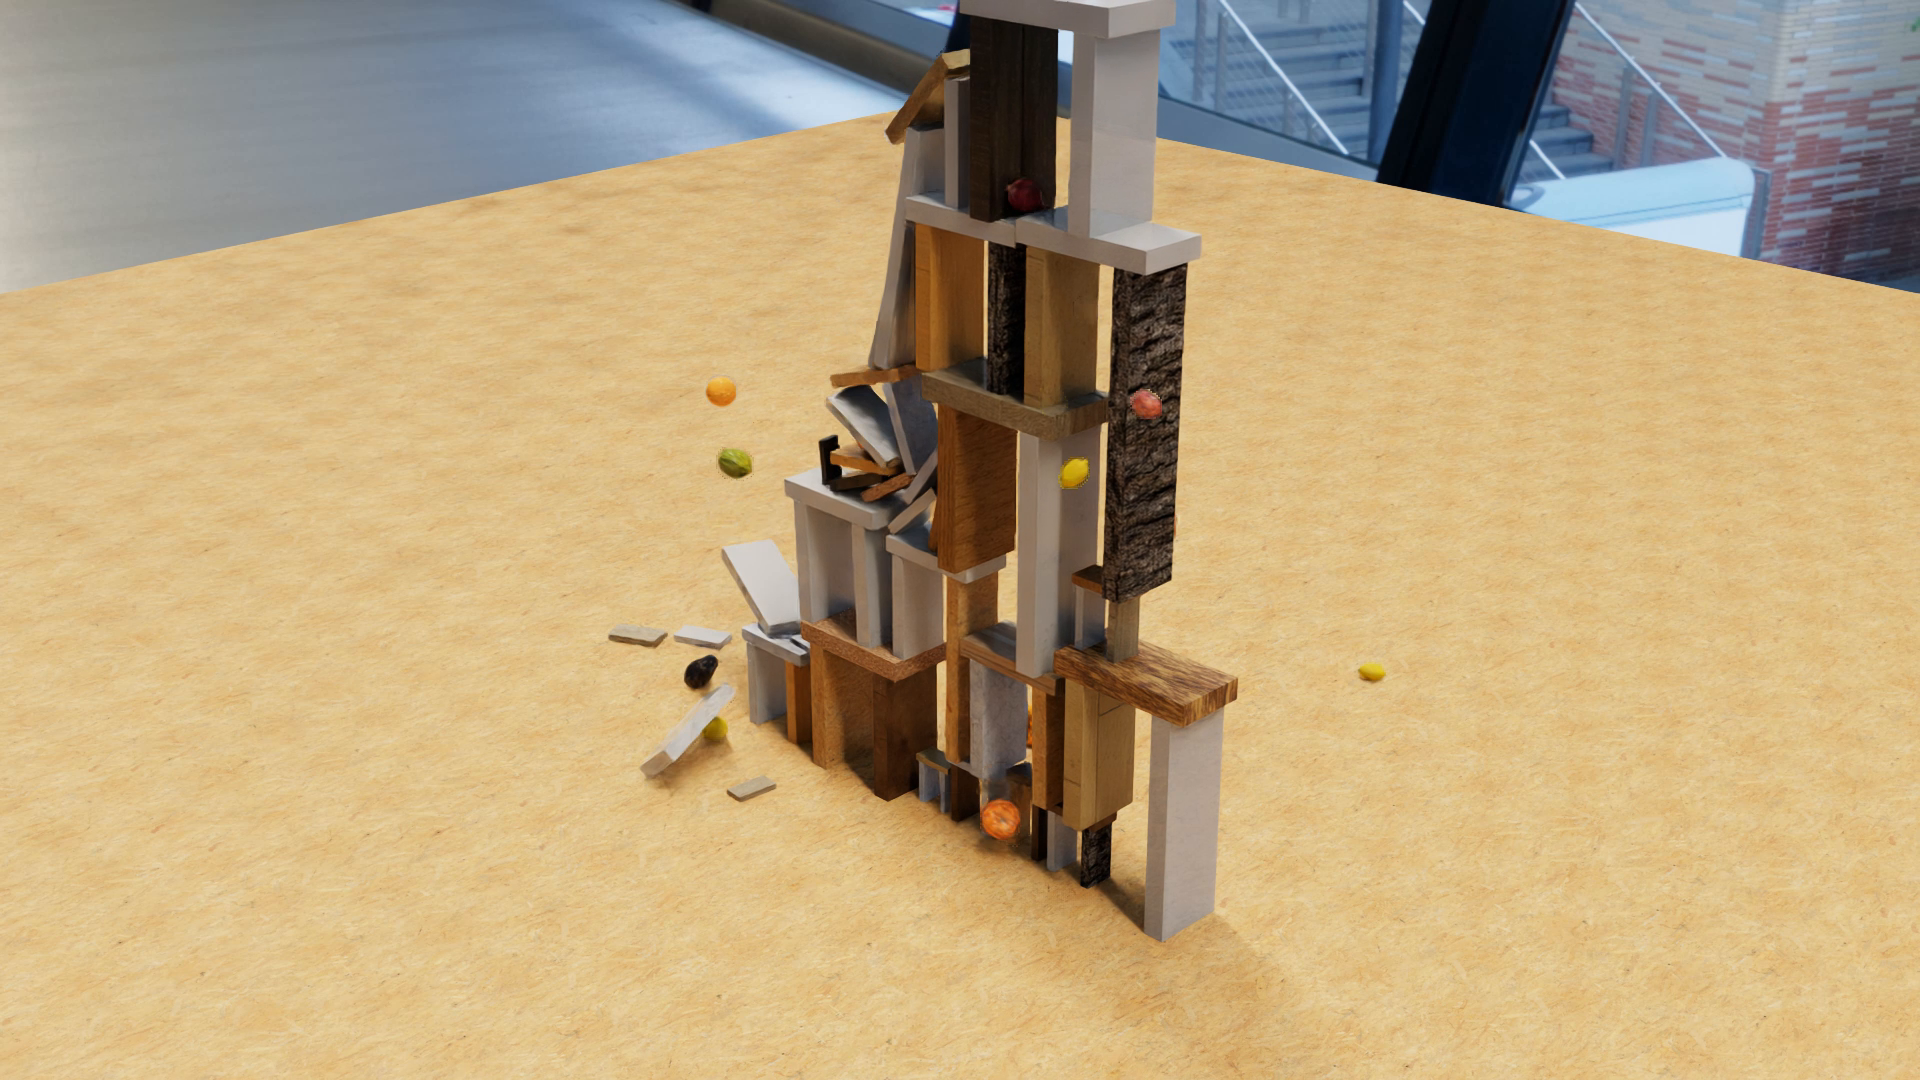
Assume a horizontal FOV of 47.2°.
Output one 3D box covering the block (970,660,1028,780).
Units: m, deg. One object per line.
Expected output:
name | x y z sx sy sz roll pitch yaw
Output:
block | 0.076 0.331 4.285 0.124 0.250 0.035 -21 31 -40

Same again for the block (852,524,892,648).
block | -0.152 0.075 4.419 0.037 0.262 0.131 18 29 42

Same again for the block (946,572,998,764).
block | 0.023 0.240 4.308 0.031 0.398 0.111 22 31 40

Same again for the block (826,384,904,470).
block | -0.167 -0.224 4.272 0.090 0.026 0.192 -28 62 -29

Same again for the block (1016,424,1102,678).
block | 0.180 0.009 4.026 0.165 0.474 0.047 -21 31 -40

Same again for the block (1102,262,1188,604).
block | 0.318 -0.190 3.800 0.041 0.603 0.145 21 31 40

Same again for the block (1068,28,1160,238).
block | 0.256 -0.684 3.658 0.047 0.334 0.167 21 31 39

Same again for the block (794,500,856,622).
block | -0.275 0.027 4.533 0.037 0.262 0.131 19 29 42

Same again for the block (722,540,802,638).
block | -0.418 0.103 4.828 0.116 0.033 0.307 -10 37 -22

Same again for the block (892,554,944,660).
block | -0.083 0.118 4.370 0.031 0.221 0.111 21 31 40

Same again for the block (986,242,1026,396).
block | 0.111 -0.409 3.931 0.138 0.276 0.039 -21 31 -40

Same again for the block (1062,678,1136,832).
block | 0.261 0.376 4.102 0.043 0.304 0.152 21 31 40

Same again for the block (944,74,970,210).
block | 0.025 -0.709 3.896 0.032 0.226 0.113 21 31 41

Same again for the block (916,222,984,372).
block | -0.019 -0.460 4.053 0.138 0.276 0.039 -21 31 -40

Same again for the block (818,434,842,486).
block | -0.261 -0.161 4.425 0.013 0.093 0.046 11 25 36

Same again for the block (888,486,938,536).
block | -0.064 -0.066 4.269 0.084 0.024 0.168 -22 -12 -41

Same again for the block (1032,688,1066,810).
block | 0.192 0.376 4.176 0.124 0.247 0.035 -21 30 -40

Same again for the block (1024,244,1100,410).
block | 0.179 -0.387 3.861 0.145 0.290 0.041 -21 31 -40

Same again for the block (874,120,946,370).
block | -0.078 -0.545 4.078 0.113 0.472 0.032 -20 41 -41

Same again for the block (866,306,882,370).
block | -0.133 -0.408 4.181 0.018 0.171 0.062 35 37 29

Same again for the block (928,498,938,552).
block | -0.007 -0.081 4.201 0.084 0.215 0.024 -21 45 -41

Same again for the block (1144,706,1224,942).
block | 0.407 0.501 4.000 0.152 0.453 0.043 -21 31 -41

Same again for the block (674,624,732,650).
block | -0.608 0.230 5.197 0.123 0.017 0.062 9 25 21

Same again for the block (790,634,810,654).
block | -0.313 0.221 4.658 0.046 0.013 0.093 -17 28 -35

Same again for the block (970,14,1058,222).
block | 0.094 -0.739 3.807 0.167 0.349 0.047 -21 31 -40

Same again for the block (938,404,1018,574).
block | 0.033 -0.116 4.136 0.047 0.329 0.165 22 31 40

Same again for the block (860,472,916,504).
block | -0.116 -0.113 4.299 0.079 0.022 0.158 -22 0 -41

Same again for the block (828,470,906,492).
block | -0.180 -0.126 4.359 0.079 0.022 0.158 -22 10 -42

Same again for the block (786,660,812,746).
block | -0.326 0.334 4.724 0.097 0.193 0.027 -21 30 -40

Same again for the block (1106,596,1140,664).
block | 0.295 0.155 3.965 0.063 0.125 0.018 -19 30 -37

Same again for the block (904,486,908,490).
block | -0.133 -0.089 4.507 0.033 0.232 0.116 -23 23 -25

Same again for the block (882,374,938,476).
block | -0.085 -0.223 4.220 0.090 0.181 0.026 -21 8 -41

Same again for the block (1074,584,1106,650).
block | 0.239 0.133 4.016 0.018 0.125 0.063 22 31 40
